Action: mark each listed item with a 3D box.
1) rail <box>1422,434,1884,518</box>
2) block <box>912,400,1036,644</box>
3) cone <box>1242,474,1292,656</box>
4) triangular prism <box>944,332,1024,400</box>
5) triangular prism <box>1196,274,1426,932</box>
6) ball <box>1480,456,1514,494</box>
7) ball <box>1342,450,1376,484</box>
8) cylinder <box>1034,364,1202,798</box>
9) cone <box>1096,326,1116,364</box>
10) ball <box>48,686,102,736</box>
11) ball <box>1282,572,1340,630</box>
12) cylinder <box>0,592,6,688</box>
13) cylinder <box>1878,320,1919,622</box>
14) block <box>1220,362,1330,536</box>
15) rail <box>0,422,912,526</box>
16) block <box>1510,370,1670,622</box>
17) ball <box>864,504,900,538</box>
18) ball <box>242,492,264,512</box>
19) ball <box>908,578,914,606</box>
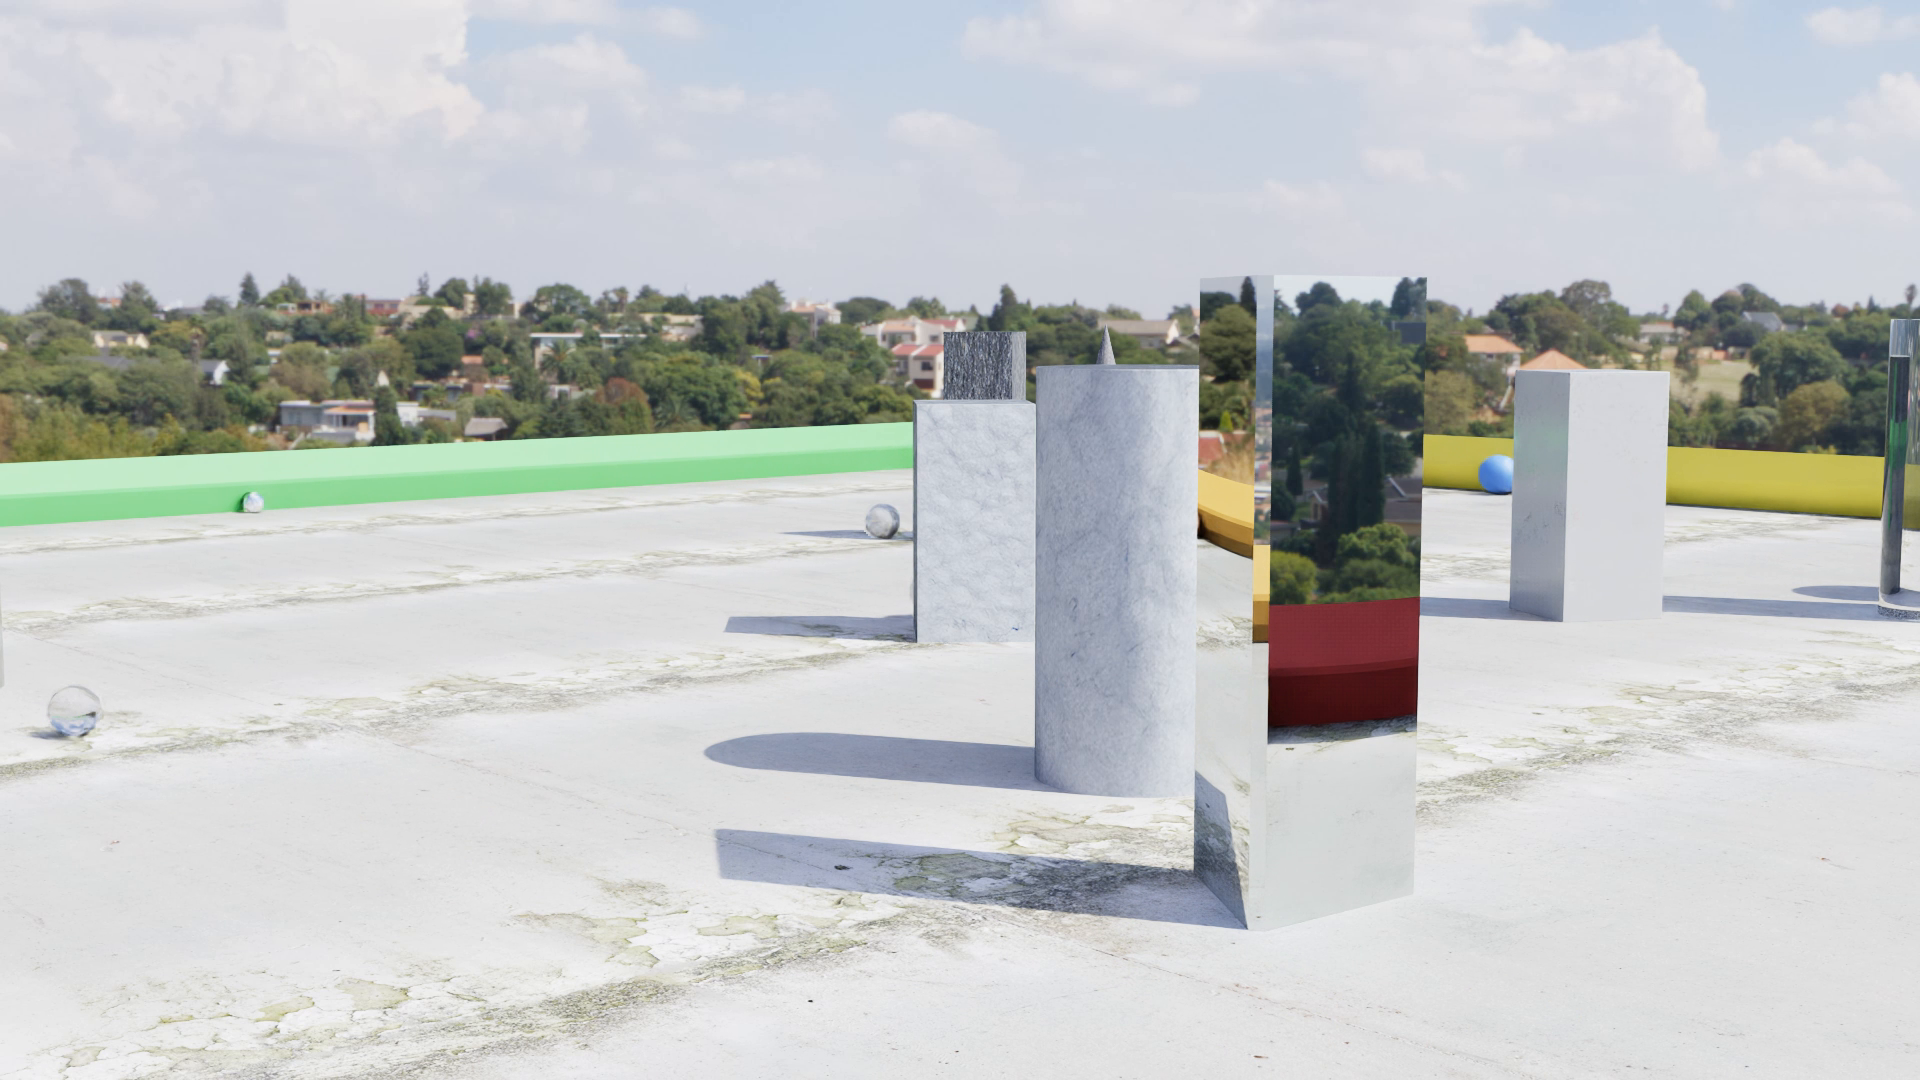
[{"bbox_3d":[1.763,-0.135,4.950,0.045,0.129,4.465,-5,8,-42],"label":"rail"},{"bbox_3d":[0.017,-0.029,3.021,0.158,0.320,0.158,0,6,-3],"label":"block"},{"bbox_3d":[0.346,-0.036,2.928,0.198,0.353,0.198,0,6,0],"label":"cone"},{"bbox_3d":[0.081,-0.203,4.282,0.171,0.404,0.148,5,8,37],"label":"triangular prism"},{"bbox_3d":[0.234,0.037,1.669,0.171,0.469,0.148,-5,8,-38],"label":"triangular prism"},{"bbox_3d":[1.310,-0.158,5.340,0.095,0.095,0.095,0,6,0],"label":"ball"},{"bbox_3d":[1.026,-0.188,5.653,0.089,0.089,0.089,0,6,0],"label":"ball"},{"bbox_3d":[0.170,0.032,2.092,0.198,0.392,0.198,0,6,0],"label":"cylinder"},{"bbox_3d":[0.317,-0.264,4.791,0.198,0.419,0.198,0,6,0],"label":"cone"},{"bbox_3d":[-0.930,0.179,2.309,0.053,0.053,0.053,0,6,0],"label":"ball"},{"bbox_3d":[0.489,0.086,3.065,0.081,0.081,0.081,0,6,0],"label":"ball"},{"bbox_3d":[-1.233,0.012,2.575,0.198,0.330,0.198,0,6,0],"label":"cylinder"},{"bbox_3d":[1.451,-0.104,3.198,0.198,0.431,0.198,0,6,0],"label":"cylinder"},{"bbox_3d":[0.637,-0.189,4.465,0.158,0.338,0.158,-4,7,-35],"label":"block"},{"bbox_3d":[-1.498,-0.135,4.946,4.844,0.129,0.045,-5,8,-42],"label":"rail"},{"bbox_3d":[0.921,-0.069,3.226,0.158,0.357,0.158,-2,6,-14],"label":"block"},{"bbox_3d":[-0.152,-0.037,4.300,0.070,0.070,0.070,0,6,0],"label":"ball"},{"bbox_3d":[-1.559,-0.083,4.854,0.047,0.047,0.047,0,6,0],"label":"ball"},{"bbox_3d":[-0.035,0.075,3.182,0.079,0.079,0.079,0,6,0],"label":"ball"}]
